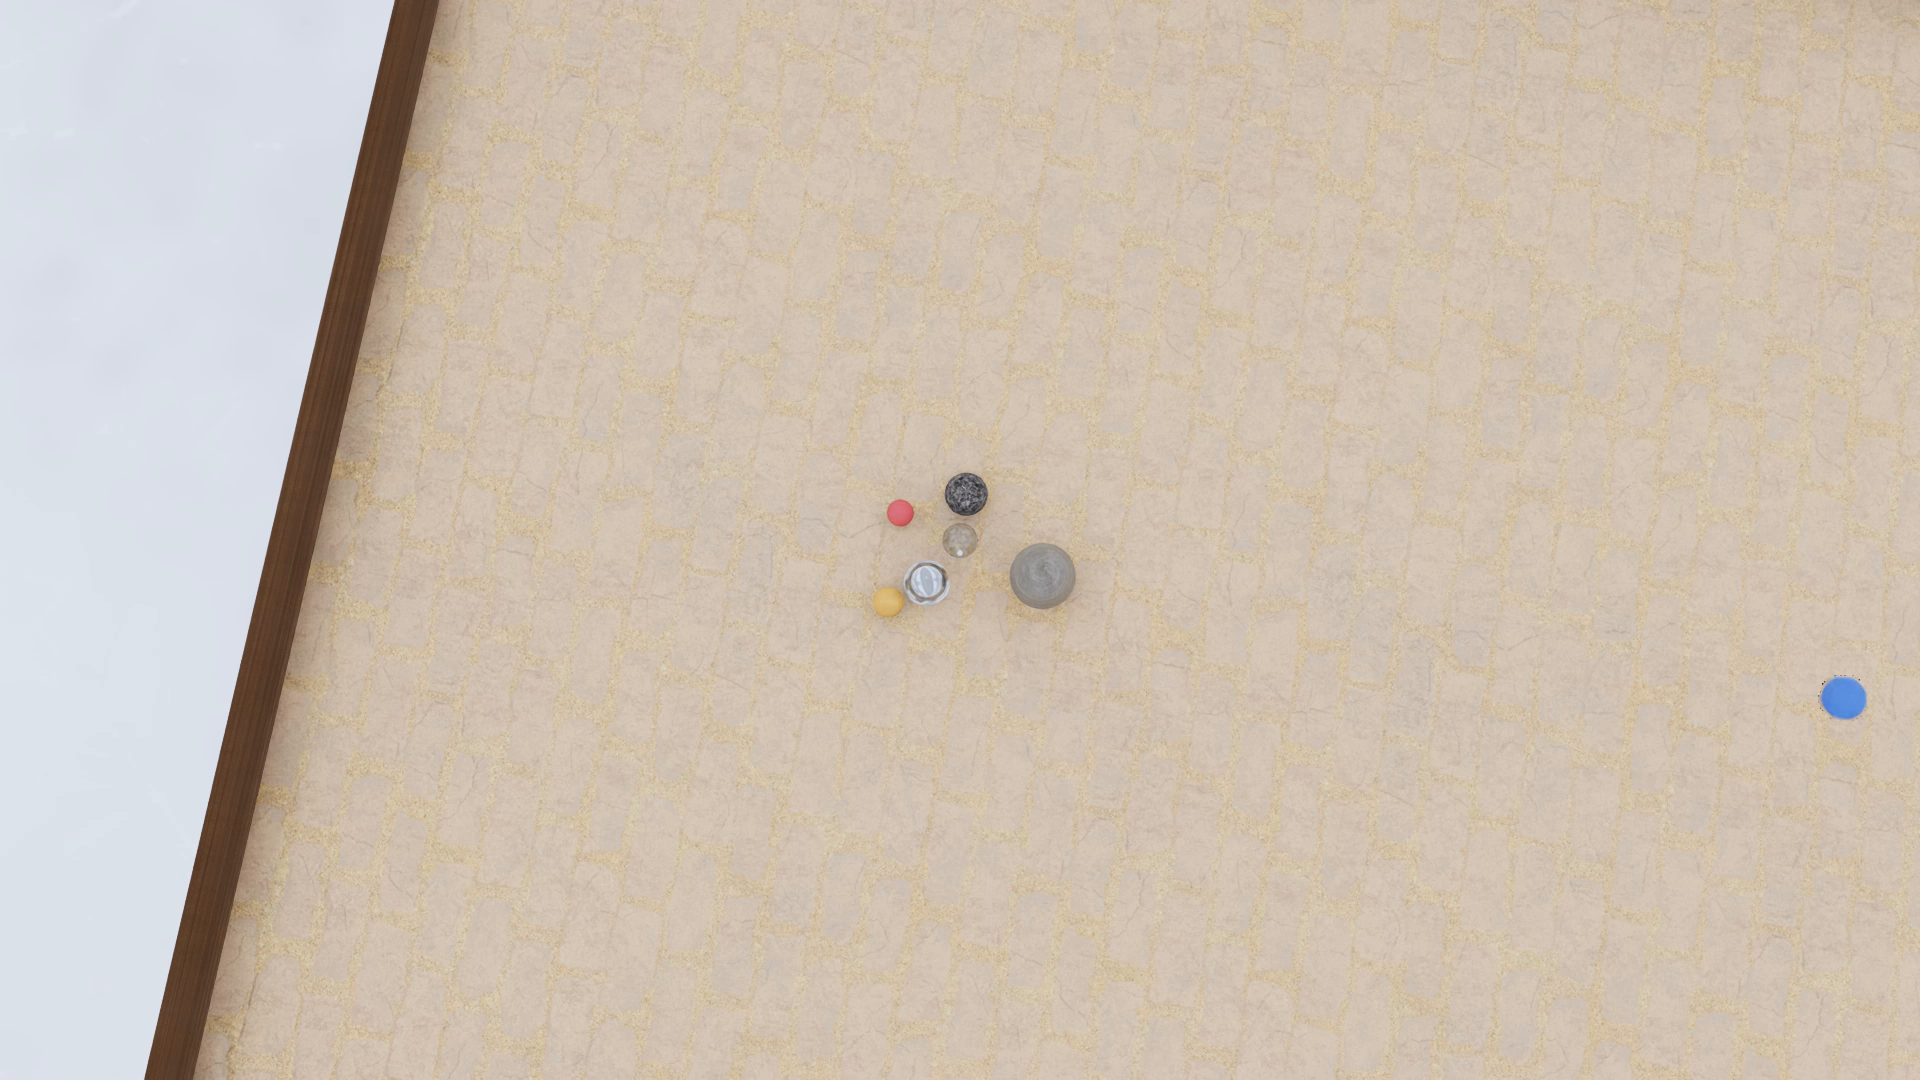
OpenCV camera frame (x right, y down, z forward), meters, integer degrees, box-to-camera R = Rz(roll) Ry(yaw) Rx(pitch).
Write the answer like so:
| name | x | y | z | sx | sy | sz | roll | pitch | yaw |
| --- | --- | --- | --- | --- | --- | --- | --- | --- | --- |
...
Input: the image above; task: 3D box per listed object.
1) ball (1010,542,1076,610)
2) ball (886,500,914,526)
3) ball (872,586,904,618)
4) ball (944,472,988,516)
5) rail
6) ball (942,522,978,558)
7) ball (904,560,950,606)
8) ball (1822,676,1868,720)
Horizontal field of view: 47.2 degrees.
| name | x | y | z | sx | sy | sz | roll | pitch | yaw |
| --- | --- | --- | --- | --- | --- | --- | --- | --- | --- |
| ball | 0.123 | 0.053 | 3.260 | 0.099 | 0.099 | 0.099 | 0 | 80 | 0 |
| ball | -0.090 | -0.041 | 3.306 | 0.041 | 0.041 | 0.041 | 0 | 80 | 0 |
| ball | -0.107 | 0.092 | 3.280 | 0.046 | 0.046 | 0.046 | 0 | 80 | 0 |
| ball | 0.009 | -0.069 | 3.299 | 0.065 | 0.065 | 0.065 | 0 | 80 | 0 |
| rail | -0.947 | -0.168 | 3.283 | 0.045 | 0.128 | 2.323 | 10 | 80 | 2 |
| ball | 0.000 | 0.001 | 3.292 | 0.054 | 0.054 | 0.054 | 0 | 80 | 0 |
| ball | -0.049 | 0.064 | 3.273 | 0.069 | 0.069 | 0.069 | 0 | 80 | 0 |
| ball | 1.305 | 0.233 | 3.246 | 0.063 | 0.063 | 0.063 | 0 | 80 | 0 |
